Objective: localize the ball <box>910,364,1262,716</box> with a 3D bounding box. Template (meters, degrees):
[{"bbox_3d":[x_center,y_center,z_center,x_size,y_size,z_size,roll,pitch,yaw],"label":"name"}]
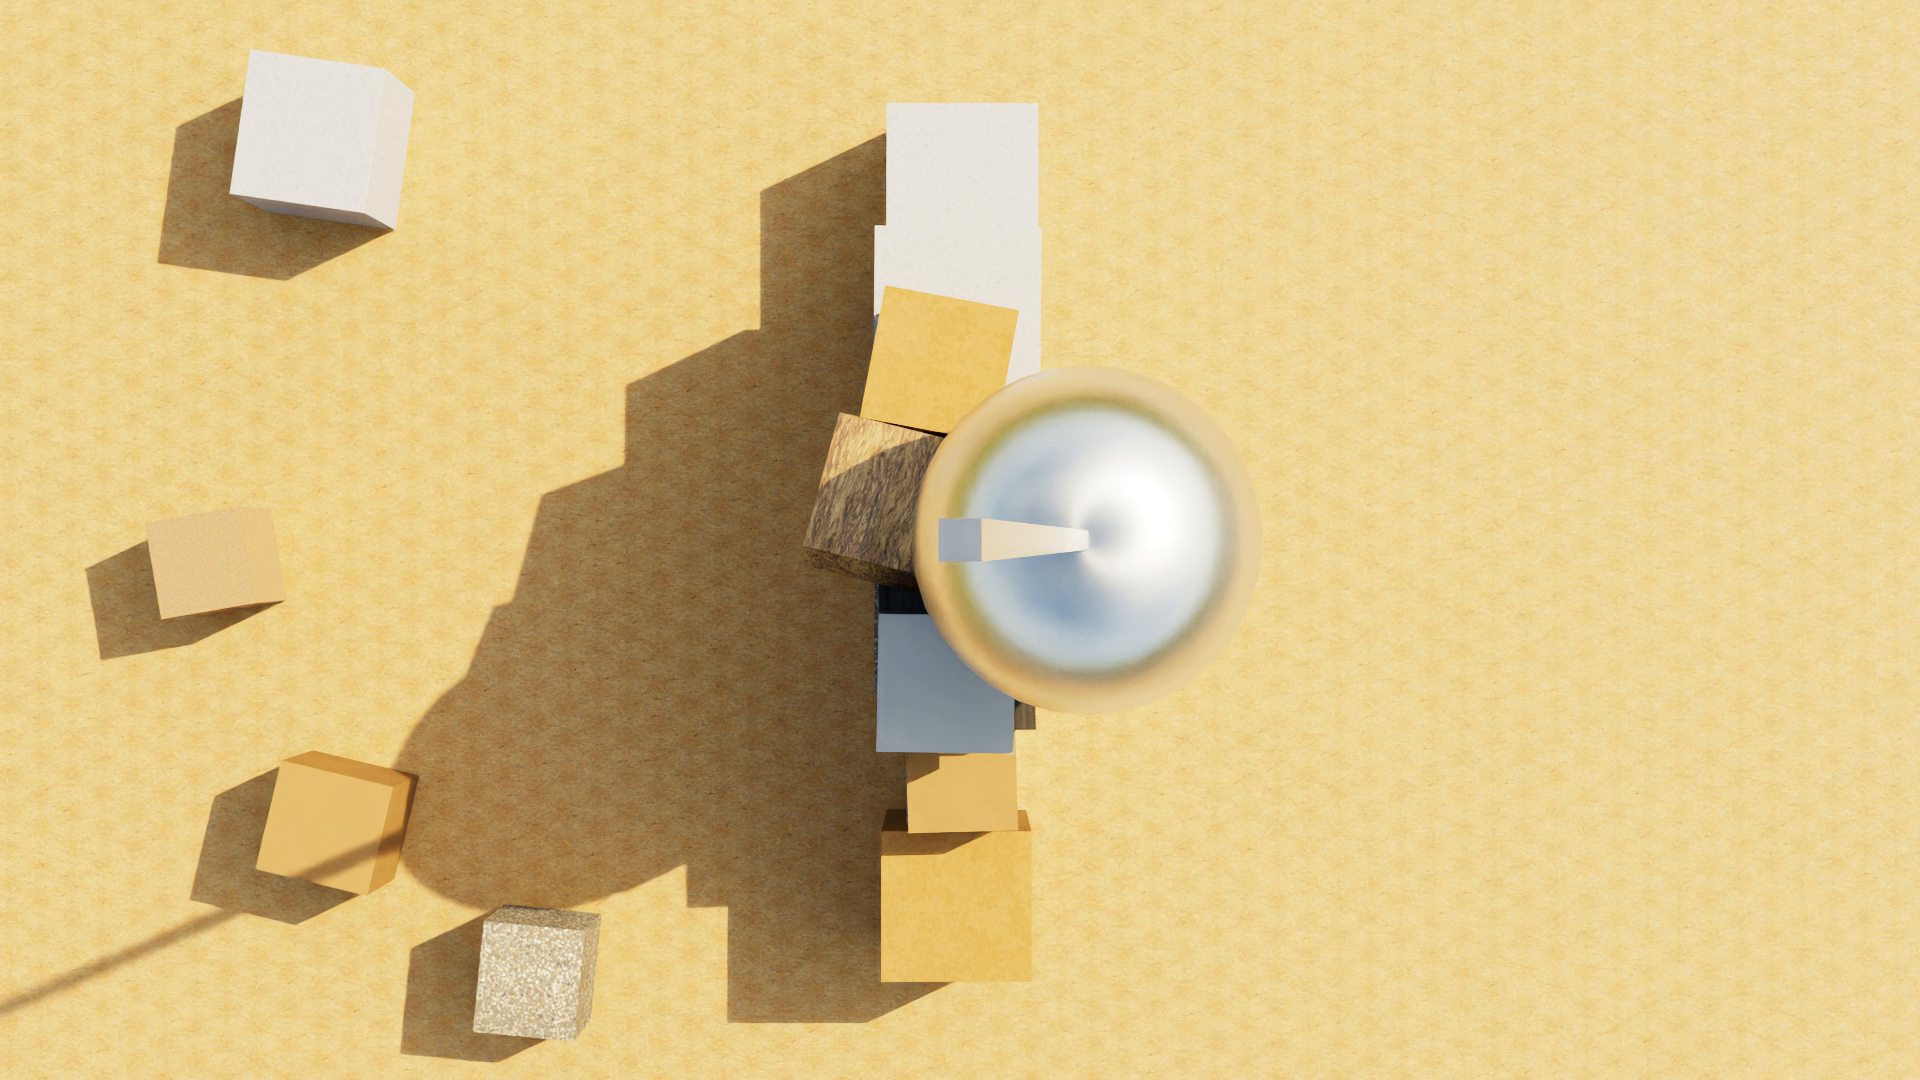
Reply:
[{"bbox_3d":[0.576,0.000,10.040,1.600,1.600,1.600,0,90,0],"label":"ball"}]

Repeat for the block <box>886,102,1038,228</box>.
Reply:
[{"bbox_3d":[0.014,-1.995,12.601,0.843,0.798,0.860,0,90,0],"label":"block"}]

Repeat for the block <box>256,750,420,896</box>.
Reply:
[{"bbox_3d":[-3.583,1.623,12.698,0.647,0.605,0.629,13,90,0],"label":"block"}]

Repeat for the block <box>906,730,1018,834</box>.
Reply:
[{"bbox_3d":[0.010,1.260,11.951,0.579,0.674,0.562,-1,90,0],"label":"block"}]

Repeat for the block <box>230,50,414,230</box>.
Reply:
[{"bbox_3d":[-3.657,-2.292,12.662,0.763,0.676,0.817,8,90,0],"label":"block"}]

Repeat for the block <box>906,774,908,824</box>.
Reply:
[{"bbox_3d":[0.007,1.213,12.644,0.615,0.712,0.741,0,90,0],"label":"block"}]

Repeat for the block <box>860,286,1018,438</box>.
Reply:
[{"bbox_3d":[-0.105,-0.835,11.085,0.671,0.590,0.669,11,84,0],"label":"block"}]

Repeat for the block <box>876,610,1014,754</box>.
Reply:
[{"bbox_3d":[-0.068,0.699,10.958,0.666,0.554,0.669,1,90,0],"label":"block"}]

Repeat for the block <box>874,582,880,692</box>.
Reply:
[{"bbox_3d":[0.001,0.384,12.541,0.944,0.917,0.900,0,90,0],"label":"block"}]

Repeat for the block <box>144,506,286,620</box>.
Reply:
[{"bbox_3d":[-4.290,0.129,12.706,0.537,0.588,0.553,-10,90,0],"label":"block"}]

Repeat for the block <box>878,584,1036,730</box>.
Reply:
[{"bbox_3d":[-0.015,0.576,11.659,0.787,0.849,0.806,-1,90,0],"label":"block"}]

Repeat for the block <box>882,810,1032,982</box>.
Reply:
[{"bbox_3d":[-0.020,2.004,12.513,0.822,0.974,0.823,0,90,0],"label":"block"}]

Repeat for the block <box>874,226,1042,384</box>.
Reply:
[{"bbox_3d":[-0.013,-1.216,11.781,0.866,0.734,0.825,1,90,0],"label":"block"}]

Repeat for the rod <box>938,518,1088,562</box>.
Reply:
[{"bbox_3d":[0.249,0.000,6.656,0.080,5.200,0.080,0,90,6],"label":"rod"}]

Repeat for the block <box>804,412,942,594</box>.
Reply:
[{"bbox_3d":[-0.306,-0.153,10.978,0.749,0.610,0.685,14,80,4],"label":"block"}]

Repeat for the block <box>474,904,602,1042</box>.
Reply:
[{"bbox_3d":[-2.435,2.493,12.711,0.573,0.579,0.628,6,90,0],"label":"block"}]
